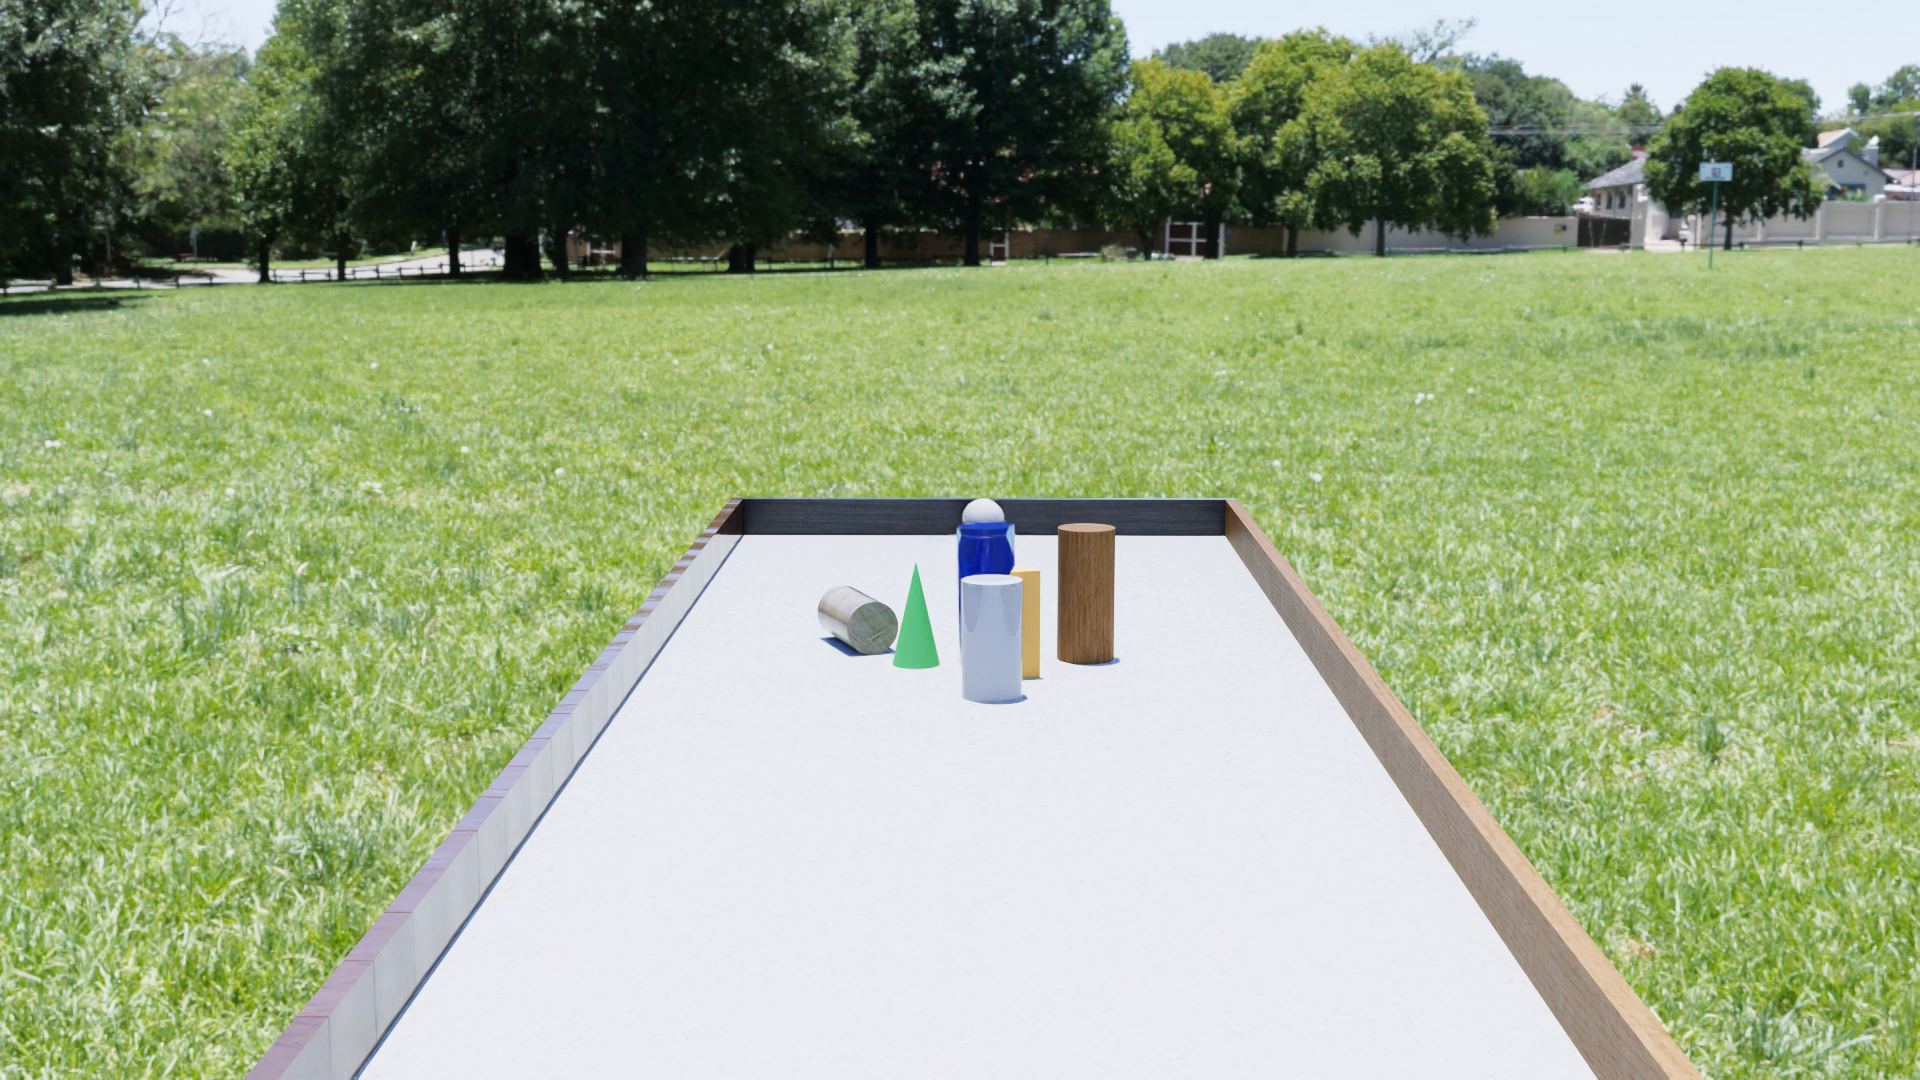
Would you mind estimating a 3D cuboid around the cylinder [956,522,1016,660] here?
[{"bbox_3d":[0.081,0.159,6.679,0.177,0.407,0.177,-1,7,0],"label":"cylinder"}]

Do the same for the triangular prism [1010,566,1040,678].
[{"bbox_3d":[0.181,0.242,6.459,0.091,0.319,0.078,-2,9,-14],"label":"triangular prism"}]

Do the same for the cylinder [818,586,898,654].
[{"bbox_3d":[-0.323,0.249,6.909,0.165,0.165,0.309,-3,10,-21],"label":"cylinder"}]

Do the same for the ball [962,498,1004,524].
[{"bbox_3d":[0.095,-0.082,8.964,0.176,0.176,0.176,0,9,0],"label":"ball"}]

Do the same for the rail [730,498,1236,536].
[{"bbox_3d":[0.099,-0.098,9.147,2.100,0.150,0.050,0,9,1],"label":"rail"}]

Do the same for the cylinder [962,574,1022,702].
[{"bbox_3d":[0.090,0.276,6.197,0.172,0.335,0.172,0,9,0],"label":"cylinder"}]

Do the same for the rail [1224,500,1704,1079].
[{"bbox_3d":[1.046,0.843,3.208,0.050,0.150,12.000,0,9,1],"label":"rail"}]

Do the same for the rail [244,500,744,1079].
[{"bbox_3d":[-1.004,0.839,3.234,0.050,0.150,12.000,0,9,1],"label":"rail"}]

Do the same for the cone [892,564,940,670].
[{"bbox_3d":[-0.132,0.218,6.619,0.144,0.318,0.144,0,9,0],"label":"cone"}]

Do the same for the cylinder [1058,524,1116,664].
[{"bbox_3d":[0.383,0.162,6.693,0.174,0.405,0.174,0,9,0],"label":"cylinder"}]
